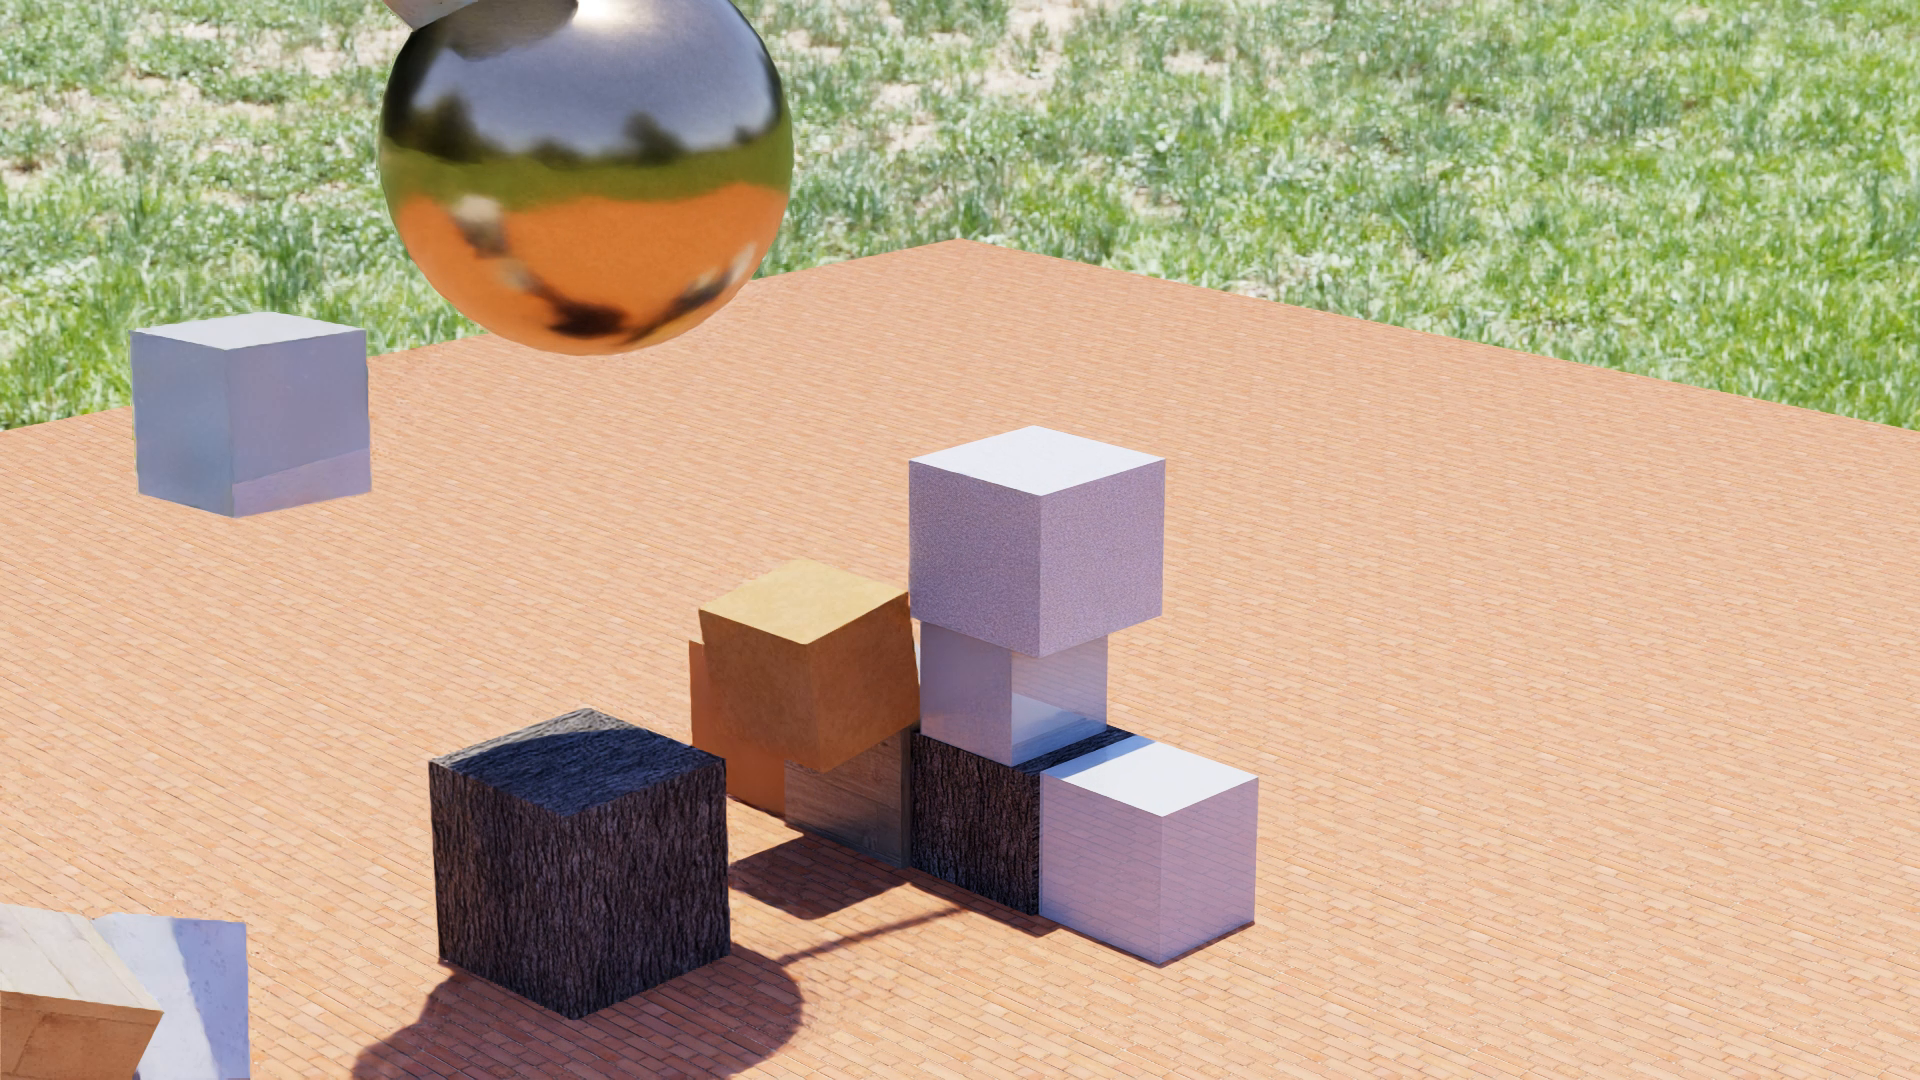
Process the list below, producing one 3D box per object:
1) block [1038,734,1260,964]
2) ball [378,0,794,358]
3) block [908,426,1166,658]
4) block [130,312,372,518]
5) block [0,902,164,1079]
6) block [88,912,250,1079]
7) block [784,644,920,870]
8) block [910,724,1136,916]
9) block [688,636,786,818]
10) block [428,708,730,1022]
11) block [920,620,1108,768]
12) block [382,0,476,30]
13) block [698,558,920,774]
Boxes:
[{"bbox_3d":[0.827,1.349,12.914,0.638,0.683,0.711,-17,24,-42],"label":"block"},{"bbox_3d":[-1.442,-1.510,11.356,1.600,1.600,1.600,0,17,0],"label":"ball"},{"bbox_3d":[0.340,-0.008,13.009,0.793,0.729,0.807,16,24,42],"label":"block"},{"bbox_3d":[-2.513,-0.456,10.406,0.574,0.589,0.588,12,18,40],"label":"block"},{"bbox_3d":[-3.389,1.711,10.240,0.776,0.654,0.671,20,11,-48],"label":"block"},{"bbox_3d":[-3.102,1.784,10.943,0.701,0.625,0.568,-20,-22,38],"label":"block"},{"bbox_3d":[-0.274,1.005,13.937,0.800,0.725,0.793,17,24,42],"label":"block"},{"bbox_3d":[0.295,1.198,13.420,0.703,0.668,0.767,-17,24,-42],"label":"block"},{"bbox_3d":[-0.810,0.834,14.466,0.743,0.734,0.721,-17,24,-42],"label":"block"},{"bbox_3d":[-1.617,1.359,12.506,0.904,0.908,0.869,16,23,41],"label":"block"},{"bbox_3d":[0.243,0.600,13.248,0.574,0.575,0.627,17,24,42],"label":"block"},{"bbox_3d":[-1.908,-2.440,10.667,0.743,0.636,0.729,-20,-35,23],"label":"block"},{"bbox_3d":[-0.670,0.554,13.233,0.707,0.632,0.631,16,33,42],"label":"block"}]
